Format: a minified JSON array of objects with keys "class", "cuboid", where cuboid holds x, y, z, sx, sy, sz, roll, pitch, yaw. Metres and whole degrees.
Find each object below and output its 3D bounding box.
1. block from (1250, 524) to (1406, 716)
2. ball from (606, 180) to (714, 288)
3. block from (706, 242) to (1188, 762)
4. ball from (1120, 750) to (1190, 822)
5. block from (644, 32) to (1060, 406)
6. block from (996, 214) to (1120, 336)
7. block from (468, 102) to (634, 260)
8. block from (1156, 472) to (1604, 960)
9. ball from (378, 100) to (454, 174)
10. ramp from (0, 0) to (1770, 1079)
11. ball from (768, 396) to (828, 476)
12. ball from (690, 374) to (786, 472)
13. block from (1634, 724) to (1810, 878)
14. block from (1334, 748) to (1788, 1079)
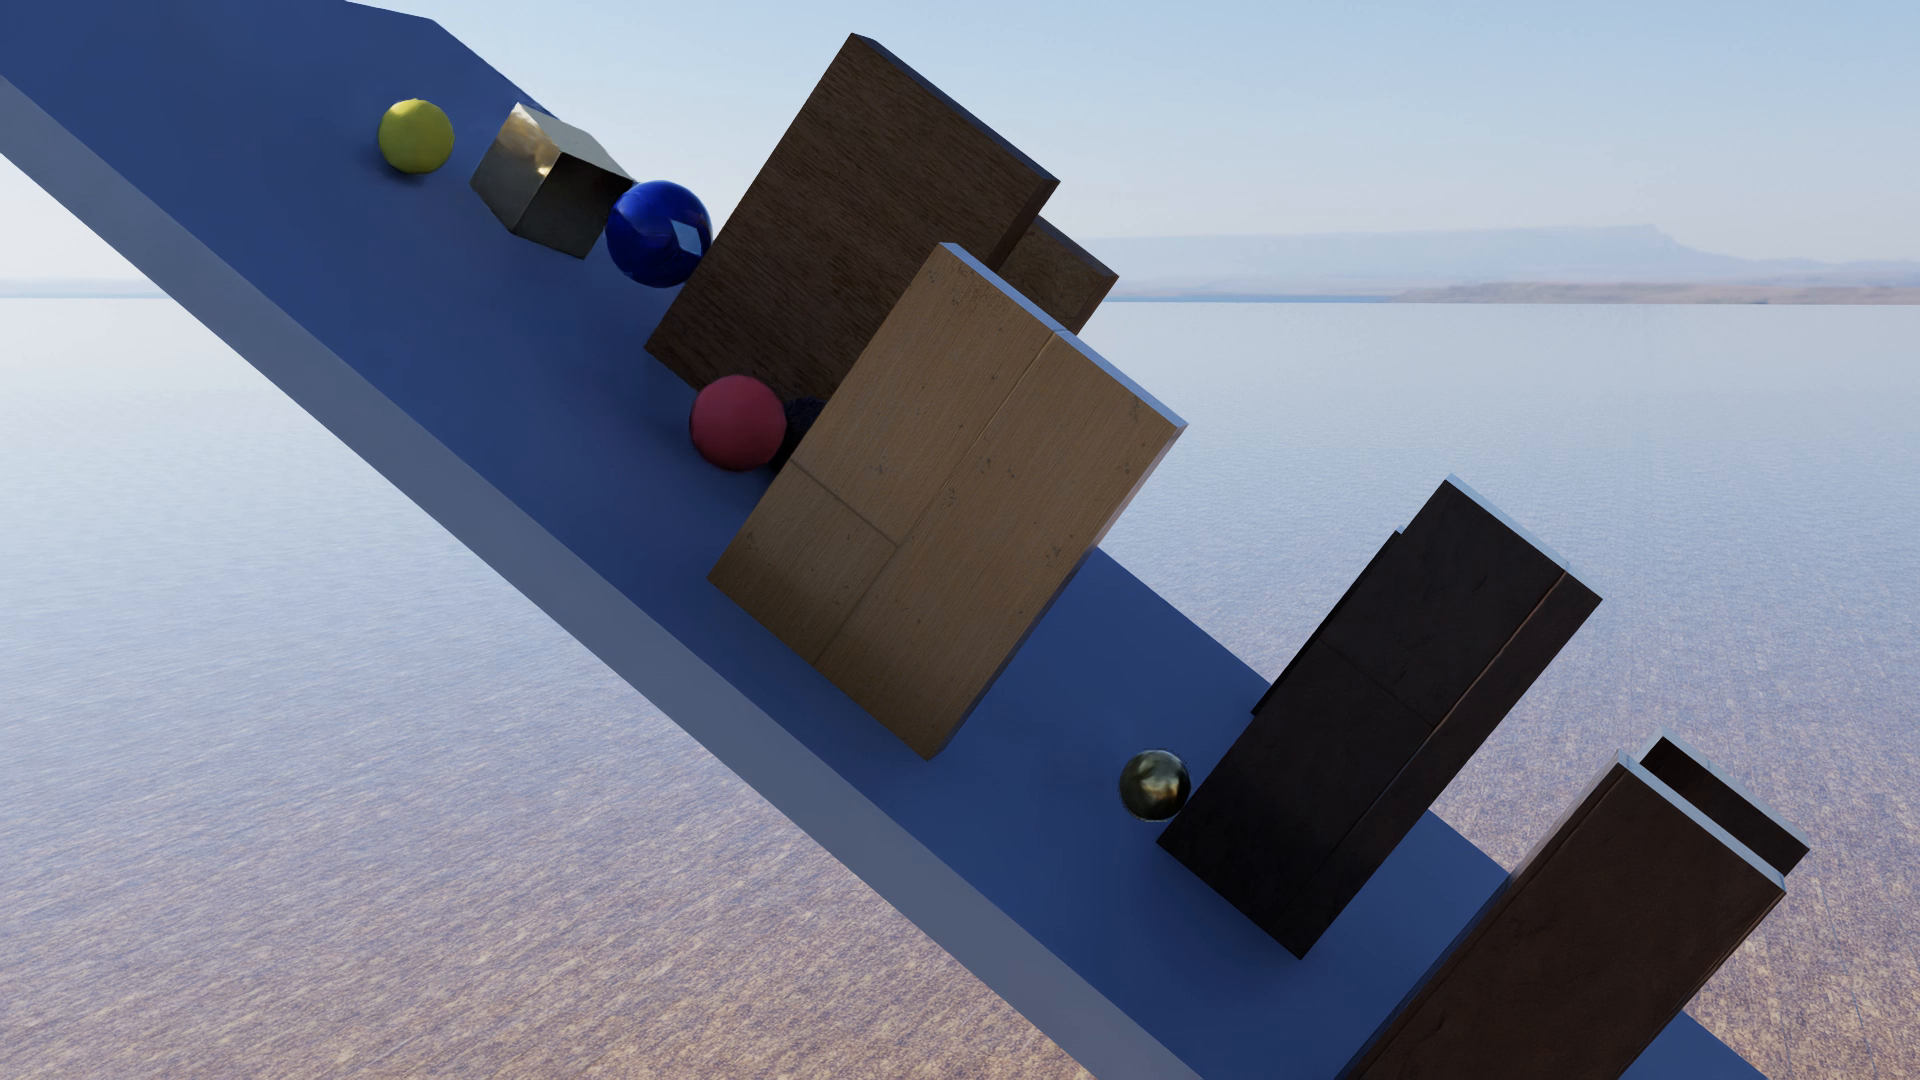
[{"class":"block","cuboid":[0.865,0.246,4.574,0.264,0.492,0.098,39,16,9]},{"class":"ball","cuboid":[-0.566,-0.576,4.142,0.201,0.201,0.201,0,7,0]},{"class":"block","cuboid":[-0.028,-0.055,3.300,0.444,0.635,0.084,39,16,9]},{"class":"ball","cuboid":[0.321,0.404,3.625,0.117,0.117,0.117,0,7,0]},{"class":"block","cuboid":[-0.207,-0.510,4.093,0.447,0.711,0.127,39,16,9]},{"class":"block","cuboid":[0.018,-0.396,4.485,0.311,0.579,0.143,39,16,9]},{"class":"block","cuboid":[-0.812,-0.710,4.363,0.192,0.192,0.192,16,25,-51]},{"class":"block","cuboid":[0.670,0.287,3.547,0.300,0.761,0.119,39,16,9]},{"class":"ball","cuboid":[-1.026,-0.760,4.150,0.141,0.141,0.141,0,7,0]},{"class":"ramp","cuboid":[-0.063,0.125,4.069,4.000,0.100,2.000,39,16,9]},{"class":"ball","cuboid":[-0.273,-0.176,3.998,0.168,0.168,0.168,0,7,0]},{"class":"ball","cuboid":[-0.387,-0.204,3.835,0.169,0.169,0.169,0,7,0]},{"class":"block","cuboid":[1.096,0.642,3.689,0.288,0.616,0.103,39,16,9]},{"class":"block","cuboid":[0.808,0.630,3.038,0.271,0.657,0.092,39,16,9]}]
